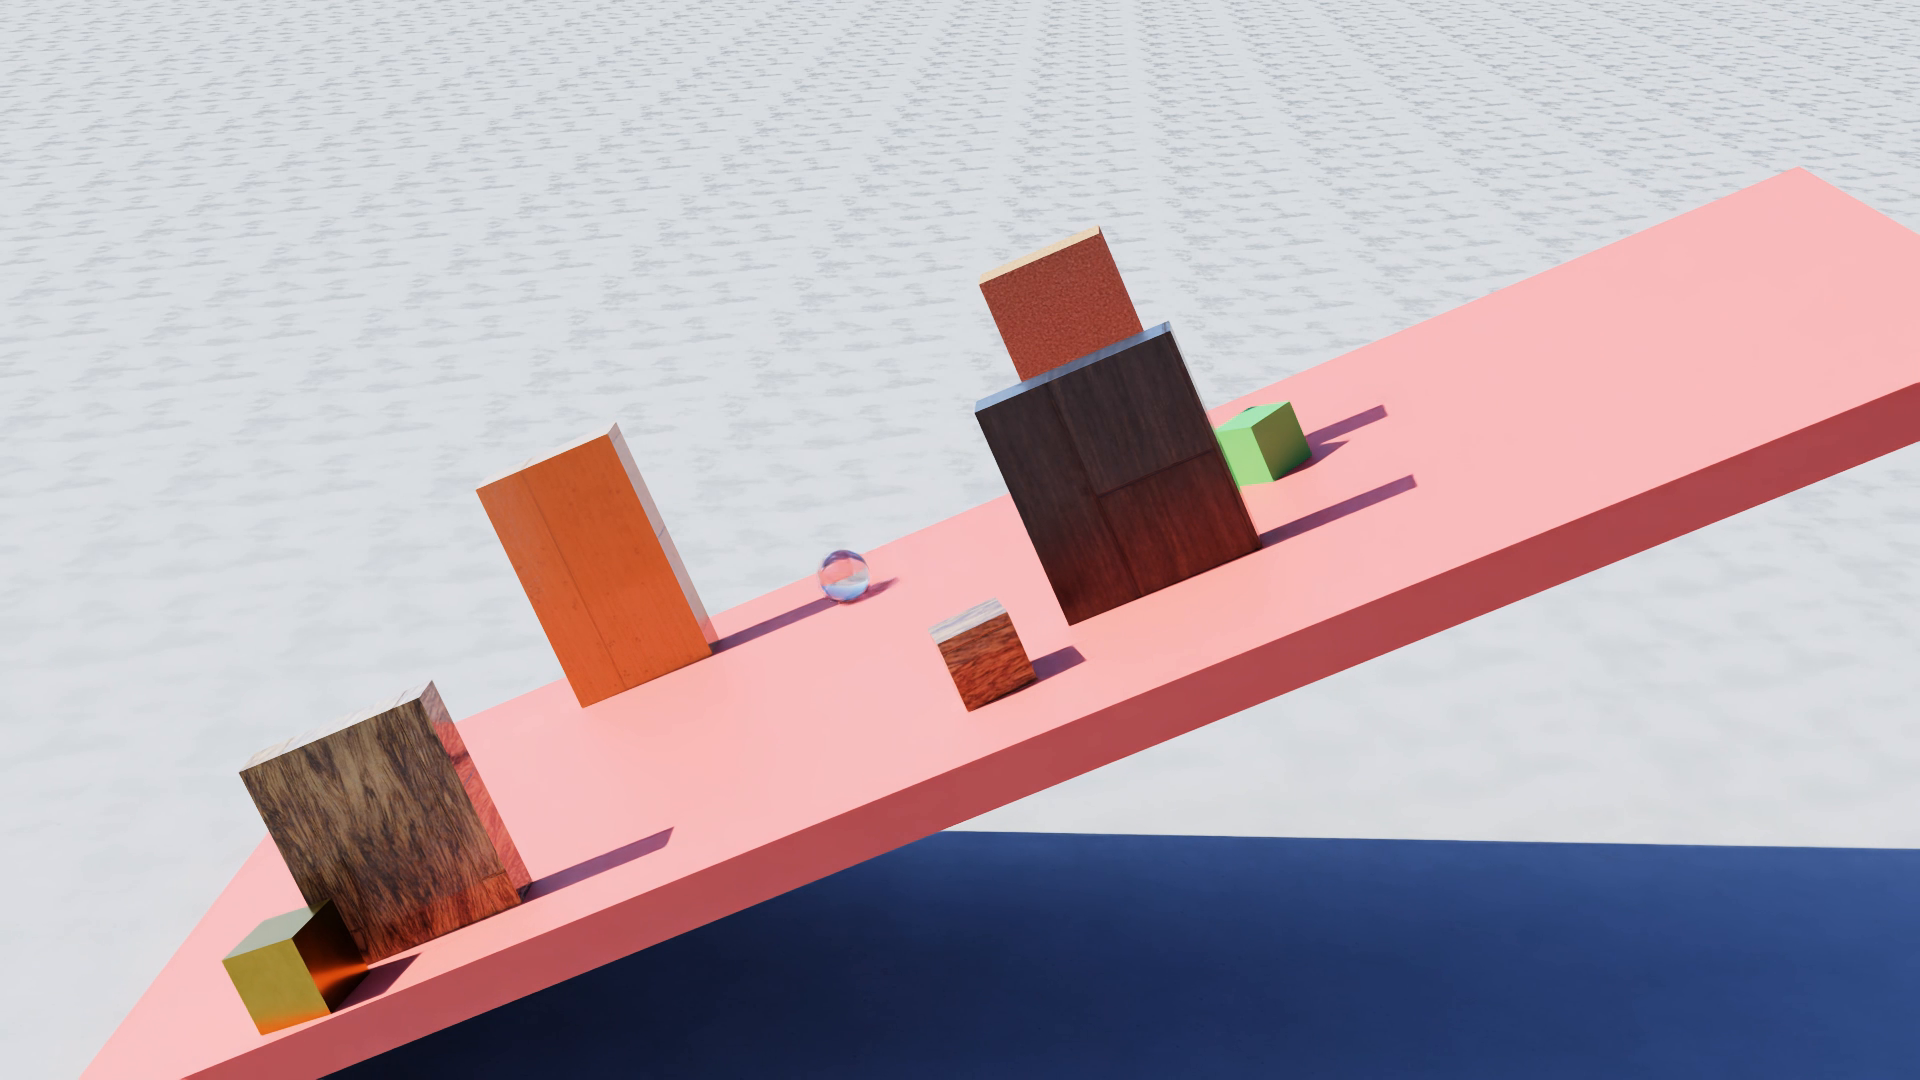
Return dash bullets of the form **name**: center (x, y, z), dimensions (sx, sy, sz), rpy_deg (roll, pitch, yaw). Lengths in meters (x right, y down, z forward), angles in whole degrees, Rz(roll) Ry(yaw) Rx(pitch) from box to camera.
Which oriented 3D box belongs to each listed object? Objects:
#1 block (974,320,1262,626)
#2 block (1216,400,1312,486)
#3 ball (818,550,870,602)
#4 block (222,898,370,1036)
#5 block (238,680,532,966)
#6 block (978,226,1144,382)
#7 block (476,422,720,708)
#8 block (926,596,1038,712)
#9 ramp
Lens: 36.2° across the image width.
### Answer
- **block**: center (0.316, -0.131, 5.853), dimensions (0.417, 0.475, 0.108), rpy_deg (-22, 13, 8)
- **block**: center (0.650, -0.207, 6.342), dimensions (0.131, 0.131, 0.131), rpy_deg (-33, 15, -34)
- **ball**: center (-0.272, 0.082, 6.878), dimensions (0.122, 0.122, 0.122), rpy_deg (0, 15, 0)
- **block**: center (-1.266, 0.814, 5.613), dimensions (0.167, 0.167, 0.167), rpy_deg (-19, 13, 21)
- **block**: center (-1.112, 0.559, 5.715), dimensions (0.389, 0.453, 0.114), rpy_deg (-22, 13, 8)
- **block**: center (0.295, -0.349, 6.468), dimensions (0.282, 0.614, 0.126), rpy_deg (-22, 13, 8)
- **block**: center (-0.857, 0.061, 6.984), dimensions (0.345, 0.584, 0.127), rpy_deg (-22, 13, 8)
- **block**: center (0.042, 0.220, 5.676), dimensions (0.148, 0.148, 0.148), rpy_deg (-25, 13, -3)
- **ramp**: center (0.130, 0.171, 6.285), dimensions (4.000, 0.100, 2.000), rpy_deg (-22, 13, 8)
